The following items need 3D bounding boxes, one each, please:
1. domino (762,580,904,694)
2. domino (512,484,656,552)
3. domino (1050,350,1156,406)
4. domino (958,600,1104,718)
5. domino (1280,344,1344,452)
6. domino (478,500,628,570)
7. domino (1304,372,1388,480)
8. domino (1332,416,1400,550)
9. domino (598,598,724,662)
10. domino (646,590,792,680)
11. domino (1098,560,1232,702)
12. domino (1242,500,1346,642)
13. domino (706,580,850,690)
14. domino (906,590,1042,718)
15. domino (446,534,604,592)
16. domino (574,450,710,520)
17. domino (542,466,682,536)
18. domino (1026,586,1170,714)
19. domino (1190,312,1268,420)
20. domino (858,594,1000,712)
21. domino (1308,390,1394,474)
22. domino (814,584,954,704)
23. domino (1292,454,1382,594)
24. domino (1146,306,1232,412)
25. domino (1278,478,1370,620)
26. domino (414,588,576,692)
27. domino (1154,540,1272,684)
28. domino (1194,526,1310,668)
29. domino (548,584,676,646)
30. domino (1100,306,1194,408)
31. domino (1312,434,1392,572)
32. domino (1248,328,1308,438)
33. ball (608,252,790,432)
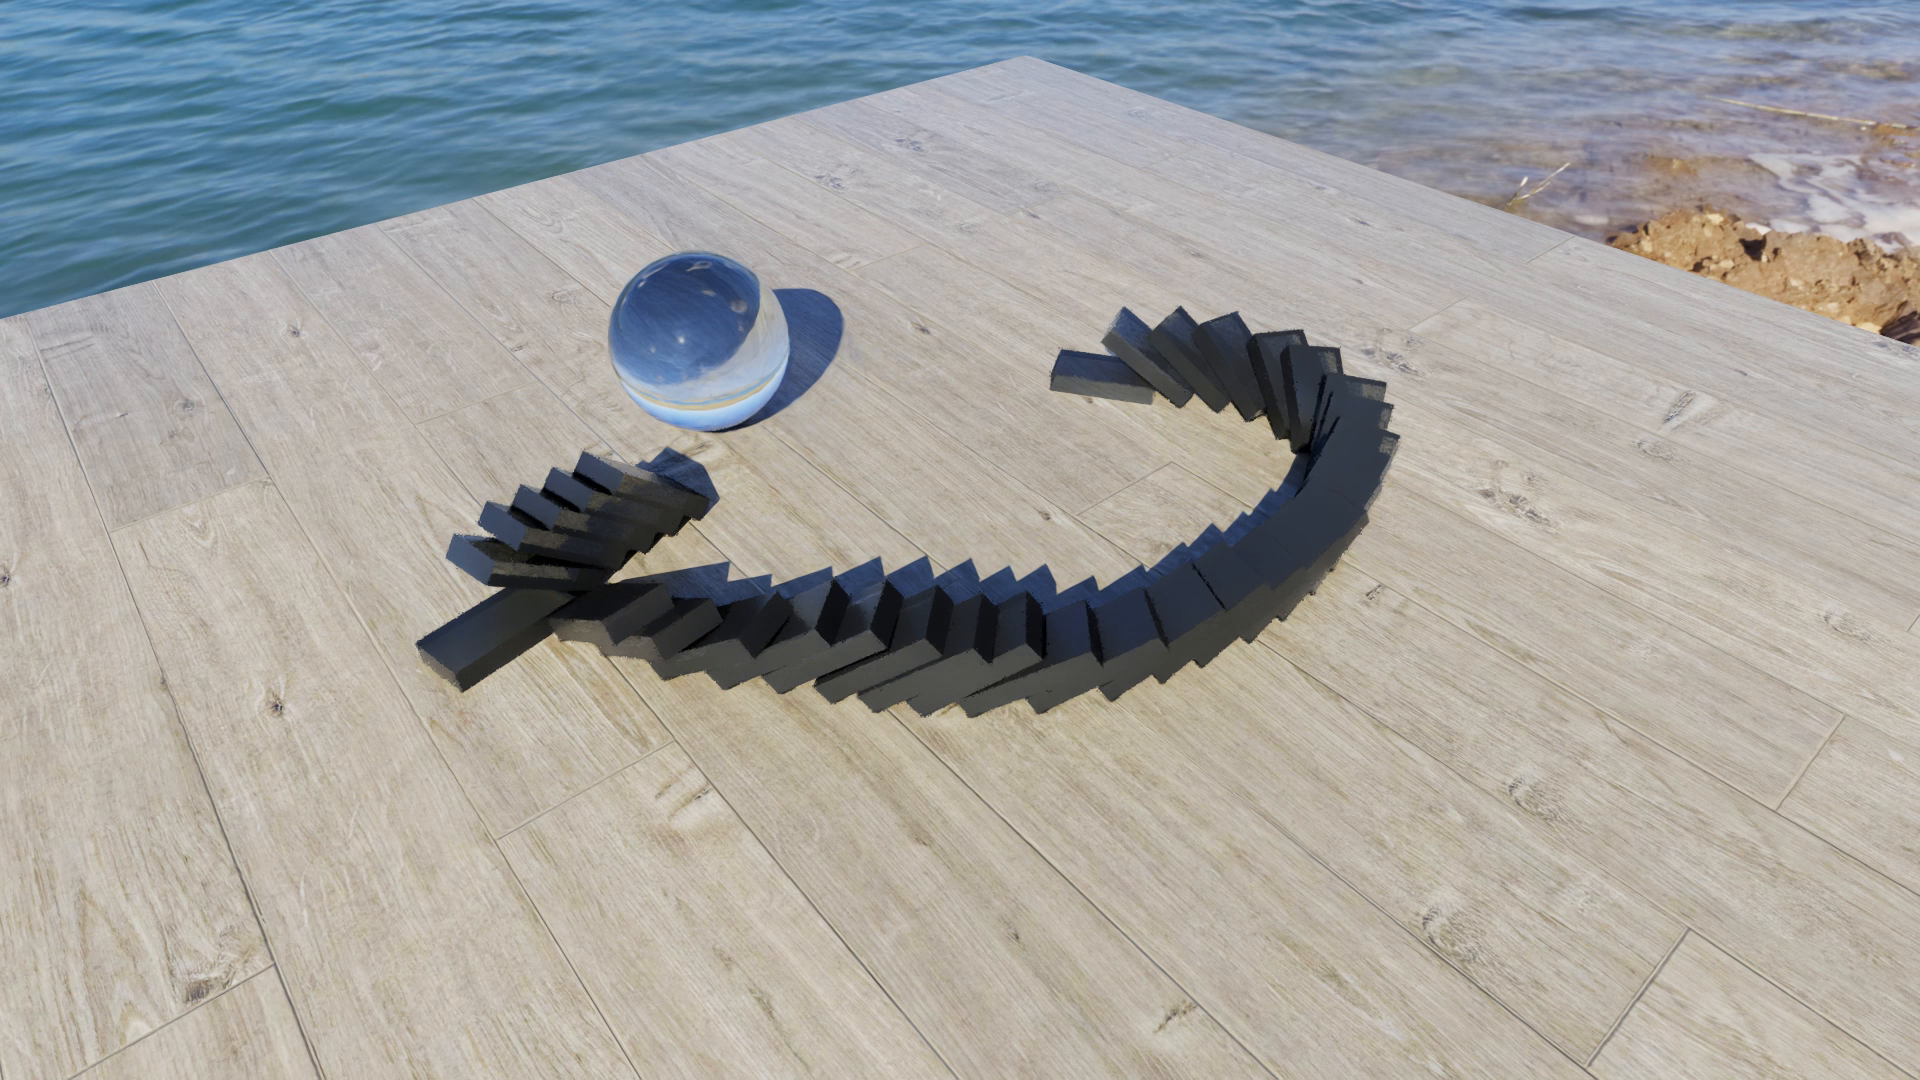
[{"bbox_3d":[-0.044,0.034,0.380,0.050,0.009,0.025,-25,30,29],"label":"domino"},{"bbox_3d":[-0.146,-0.008,0.428,0.025,0.009,0.050,26,3,28],"label":"domino"},{"bbox_3d":[0.072,-0.081,0.542,0.050,0.009,0.025,10,40,12],"label":"domino"},{"bbox_3d":[0.023,0.041,0.376,0.050,0.010,0.025,-23,36,18],"label":"domino"},{"bbox_3d":[0.162,-0.064,0.501,0.025,0.009,0.050,2,69,-9],"label":"domino"},{"bbox_3d":[-0.155,-0.001,0.420,0.025,0.010,0.050,26,3,29],"label":"domino"},{"bbox_3d":[0.168,-0.047,0.480,0.025,0.009,0.050,13,75,15],"label":"domino"},{"bbox_3d":[0.158,-0.024,0.452,0.025,0.009,0.050,25,80,27],"label":"domino"},{"bbox_3d":[-0.107,0.031,0.387,0.050,0.010,0.025,-3,27,49],"label":"domino"},{"bbox_3d":[-0.084,0.033,0.382,0.050,0.009,0.025,-15,27,37],"label":"domino"},{"bbox_3d":[0.066,0.032,0.384,0.050,0.010,0.025,-35,43,8],"label":"domino"},{"bbox_3d":[0.115,0.011,0.408,0.050,0.009,0.025,-45,52,1],"label":"domino"},{"bbox_3d":[-0.063,0.033,0.382,0.050,0.010,0.025,-23,31,27],"label":"domino"},{"bbox_3d":[0.005,0.039,0.373,0.050,0.010,0.025,-29,32,25],"label":"domino"},{"bbox_3d":[-0.161,0.009,0.409,0.025,0.009,0.050,26,7,28],"label":"domino"},{"bbox_3d":[-0.128,-0.022,0.445,0.025,0.010,0.050,26,3,28],"label":"domino"},{"bbox_3d":[-0.137,-0.015,0.437,0.025,0.009,0.050,26,3,28],"label":"domino"},{"bbox_3d":[0.045,0.038,0.378,0.050,0.010,0.025,-27,37,14],"label":"domino"},{"bbox_3d":[0.134,-0.083,0.524,0.025,0.010,0.050,-23,76,-31],"label":"domino"},{"bbox_3d":[-0.011,0.039,0.373,0.050,0.010,0.025,-26,32,30],"label":"domino"},{"bbox_3d":[0.164,-0.036,0.467,0.025,0.009,0.050,17,77,18],"label":"domino"},{"bbox_3d":[-0.026,0.036,0.376,0.050,0.010,0.025,-26,32,29],"label":"domino"},{"bbox_3d":[0.140,-0.007,0.430,0.025,0.010,0.050,32,83,30],"label":"domino"},{"bbox_3d":[0.115,-0.087,0.530,0.050,0.010,0.025,47,51,2],"label":"domino"},{"bbox_3d":[0.128,0.003,0.418,0.050,0.009,0.025,-49,54,-2],"label":"domino"},{"bbox_3d":[-0.169,0.033,0.404,0.025,0.010,0.050,26,46,28],"label":"domino"},{"bbox_3d":[0.083,0.025,0.392,0.050,0.009,0.025,-40,46,3],"label":"domino"},{"bbox_3d":[0.098,0.020,0.399,0.050,0.009,0.025,-41,46,3],"label":"domino"},{"bbox_3d":[-0.125,0.026,0.393,0.025,0.010,0.050,-36,21,-36],"label":"domino"},{"bbox_3d":[0.093,-0.088,0.530,0.050,0.010,0.025,38,42,-8],"label":"domino"},{"bbox_3d":[0.149,-0.015,0.441,0.025,0.010,0.050,27,81,27],"label":"domino"},{"bbox_3d":[0.154,-0.073,0.513,0.025,0.009,0.050,-8,71,-13],"label":"domino"},{"bbox_3d":[-0.117,-0.089,0.497,0.080,0.080,0.080,0,39,0],"label":"ball"}]
